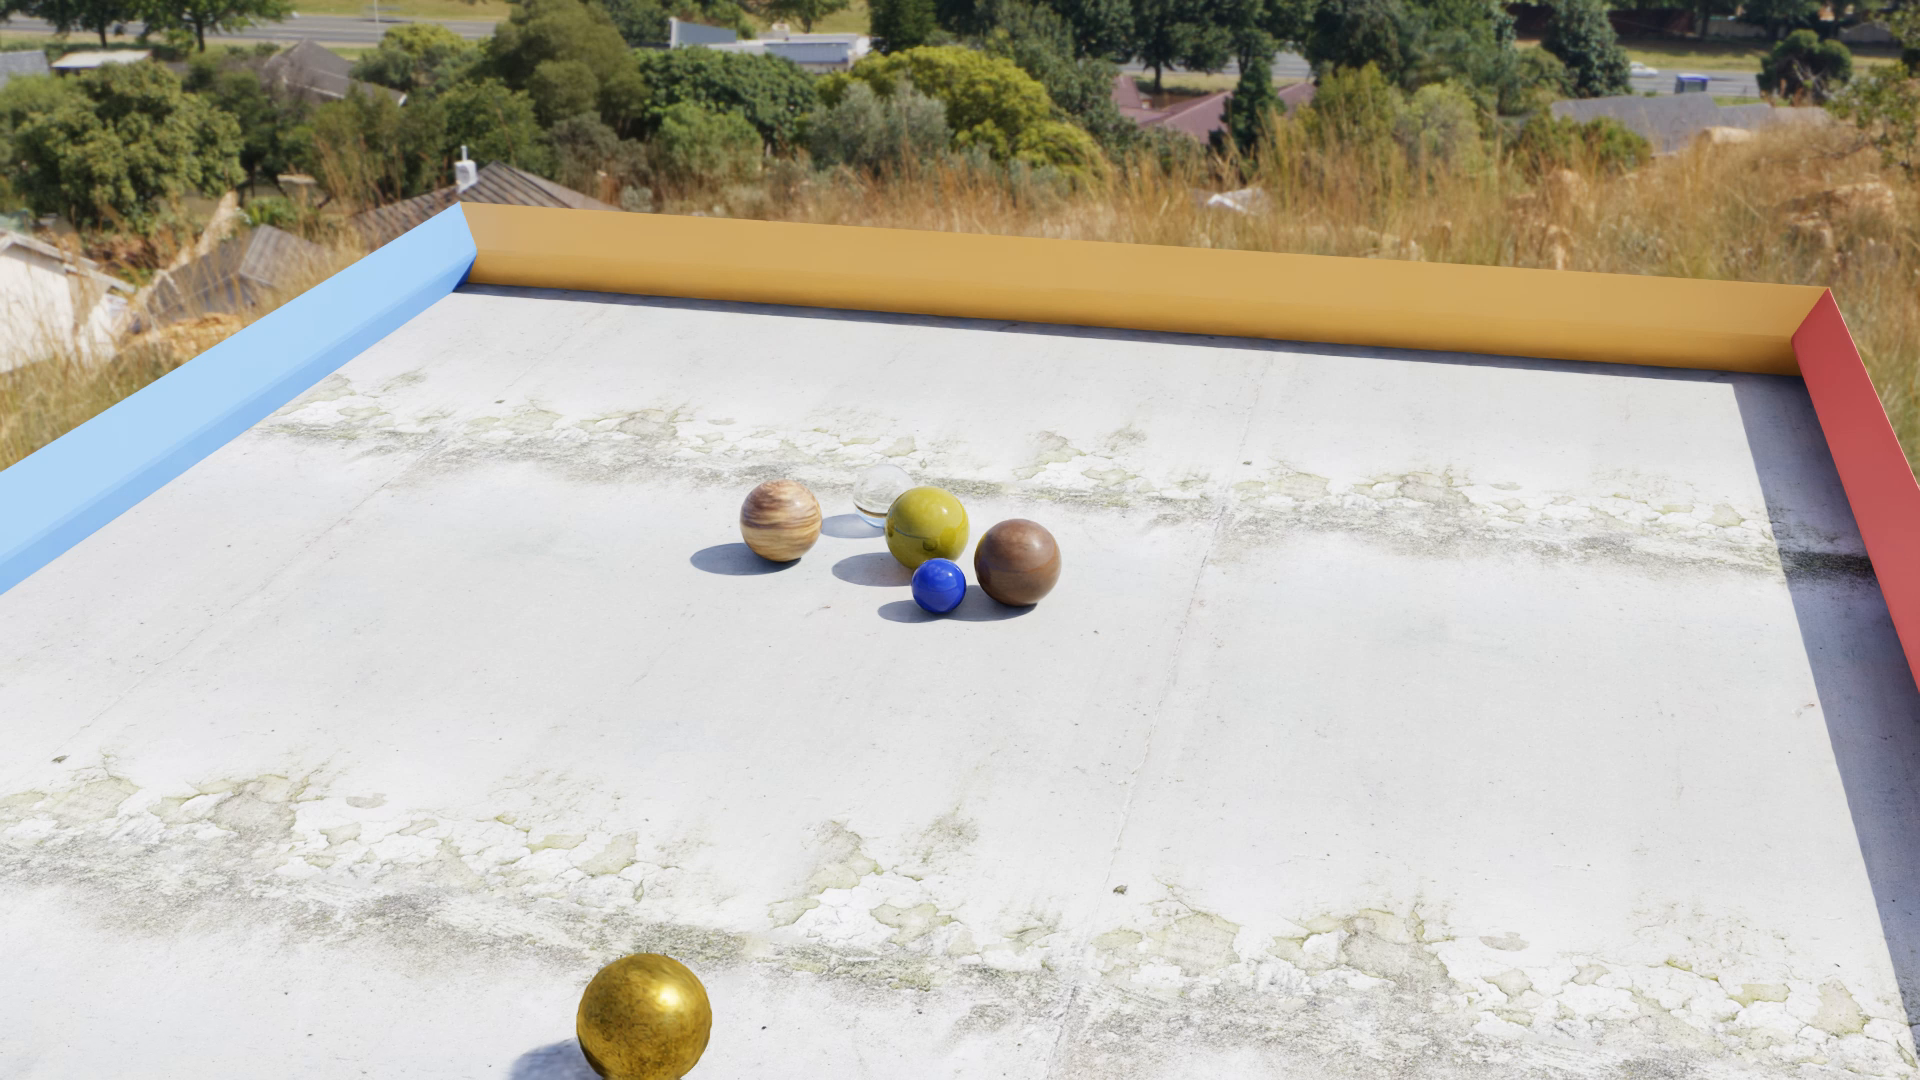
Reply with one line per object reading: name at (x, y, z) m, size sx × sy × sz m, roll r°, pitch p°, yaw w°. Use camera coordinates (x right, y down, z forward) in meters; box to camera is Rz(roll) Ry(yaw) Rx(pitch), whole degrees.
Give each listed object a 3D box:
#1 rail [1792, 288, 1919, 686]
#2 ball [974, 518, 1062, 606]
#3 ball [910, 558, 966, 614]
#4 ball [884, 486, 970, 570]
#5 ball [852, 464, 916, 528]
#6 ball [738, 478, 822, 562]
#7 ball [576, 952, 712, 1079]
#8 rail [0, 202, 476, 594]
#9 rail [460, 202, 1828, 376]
rail at (0.752, 0.421, 1.394) m, size 0.045 × 0.127 × 3.634 m, roll 5°, pitch 24°, yaw 12°
ball at (0.062, 0.024, 2.348) m, size 0.095 × 0.095 × 0.095 m, roll 0°, pitch 24°, yaw 0°
ball at (-0.023, 0.049, 2.335) m, size 0.060 × 0.060 × 0.060 m, roll 0°, pitch 24°, yaw 0°
ball at (-0.036, -0.012, 2.428) m, size 0.096 × 0.096 × 0.096 m, roll 0°, pitch 24°, yaw 0°
ball at (-0.087, -0.051, 2.544) m, size 0.075 × 0.075 × 0.075 m, roll 0°, pitch 24°, yaw 0°
ball at (-0.200, -0.022, 2.454) m, size 0.093 × 0.093 × 0.093 m, roll 0°, pitch 24°, yaw 0°
ball at (-0.229, 0.350, 1.597) m, size 0.098 × 0.098 × 0.098 m, roll 0°, pitch 24°, yaw 0°
rail at (-1.159, 0.246, 1.796) m, size 0.045 × 0.127 × 3.634 m, roll 5°, pitch 24°, yaw 12°
rail at (0.198, -0.366, 3.198) m, size 2.008 × 0.127 × 0.045 m, roll 5°, pitch 24°, yaw 12°
